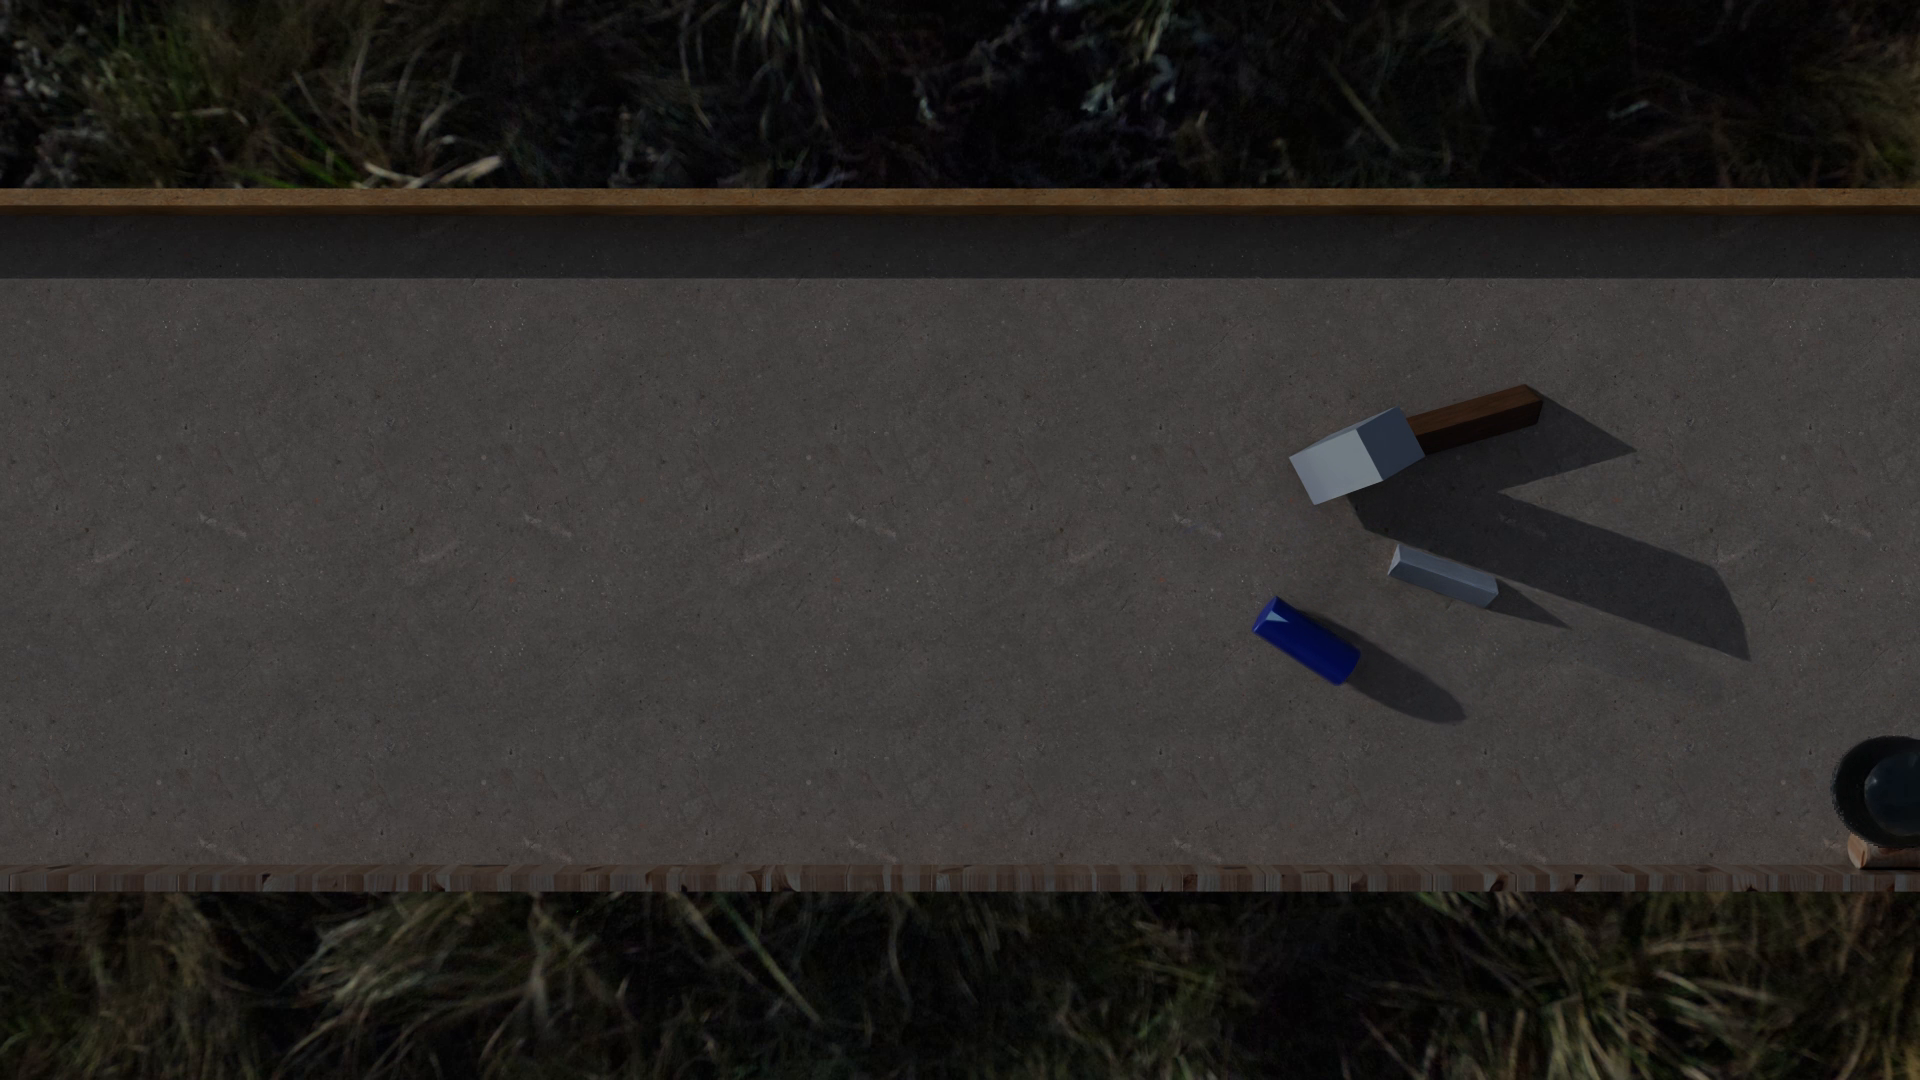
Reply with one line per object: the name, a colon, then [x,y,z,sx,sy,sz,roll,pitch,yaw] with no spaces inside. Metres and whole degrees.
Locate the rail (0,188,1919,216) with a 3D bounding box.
rail: [-2.247,-1.025,5.002,12.000,0.150,0.050,0,90,0]

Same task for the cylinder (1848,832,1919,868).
cylinder: [2.888,0.943,5.021,0.311,0.111,0.111,0,90,0]

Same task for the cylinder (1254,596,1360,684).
cylinder: [1.054,0.305,5.013,0.303,0.127,0.127,33,90,0]

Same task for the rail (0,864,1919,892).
rail: [-2.247,1.025,5.001,12.000,0.150,0.050,0,90,0]

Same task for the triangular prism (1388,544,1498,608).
triangular prism: [1.480,0.111,5.031,0.314,0.086,0.100,19,90,0]

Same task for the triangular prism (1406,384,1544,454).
triangular prism: [1.542,-0.357,5.019,0.444,0.108,0.125,-16,90,0]

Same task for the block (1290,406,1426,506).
block: [1.167,-0.246,4.868,0.165,0.383,0.165,-28,90,-20]

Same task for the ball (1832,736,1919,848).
ball: [2.786,0.748,4.910,0.333,0.333,0.333,0,90,0]
